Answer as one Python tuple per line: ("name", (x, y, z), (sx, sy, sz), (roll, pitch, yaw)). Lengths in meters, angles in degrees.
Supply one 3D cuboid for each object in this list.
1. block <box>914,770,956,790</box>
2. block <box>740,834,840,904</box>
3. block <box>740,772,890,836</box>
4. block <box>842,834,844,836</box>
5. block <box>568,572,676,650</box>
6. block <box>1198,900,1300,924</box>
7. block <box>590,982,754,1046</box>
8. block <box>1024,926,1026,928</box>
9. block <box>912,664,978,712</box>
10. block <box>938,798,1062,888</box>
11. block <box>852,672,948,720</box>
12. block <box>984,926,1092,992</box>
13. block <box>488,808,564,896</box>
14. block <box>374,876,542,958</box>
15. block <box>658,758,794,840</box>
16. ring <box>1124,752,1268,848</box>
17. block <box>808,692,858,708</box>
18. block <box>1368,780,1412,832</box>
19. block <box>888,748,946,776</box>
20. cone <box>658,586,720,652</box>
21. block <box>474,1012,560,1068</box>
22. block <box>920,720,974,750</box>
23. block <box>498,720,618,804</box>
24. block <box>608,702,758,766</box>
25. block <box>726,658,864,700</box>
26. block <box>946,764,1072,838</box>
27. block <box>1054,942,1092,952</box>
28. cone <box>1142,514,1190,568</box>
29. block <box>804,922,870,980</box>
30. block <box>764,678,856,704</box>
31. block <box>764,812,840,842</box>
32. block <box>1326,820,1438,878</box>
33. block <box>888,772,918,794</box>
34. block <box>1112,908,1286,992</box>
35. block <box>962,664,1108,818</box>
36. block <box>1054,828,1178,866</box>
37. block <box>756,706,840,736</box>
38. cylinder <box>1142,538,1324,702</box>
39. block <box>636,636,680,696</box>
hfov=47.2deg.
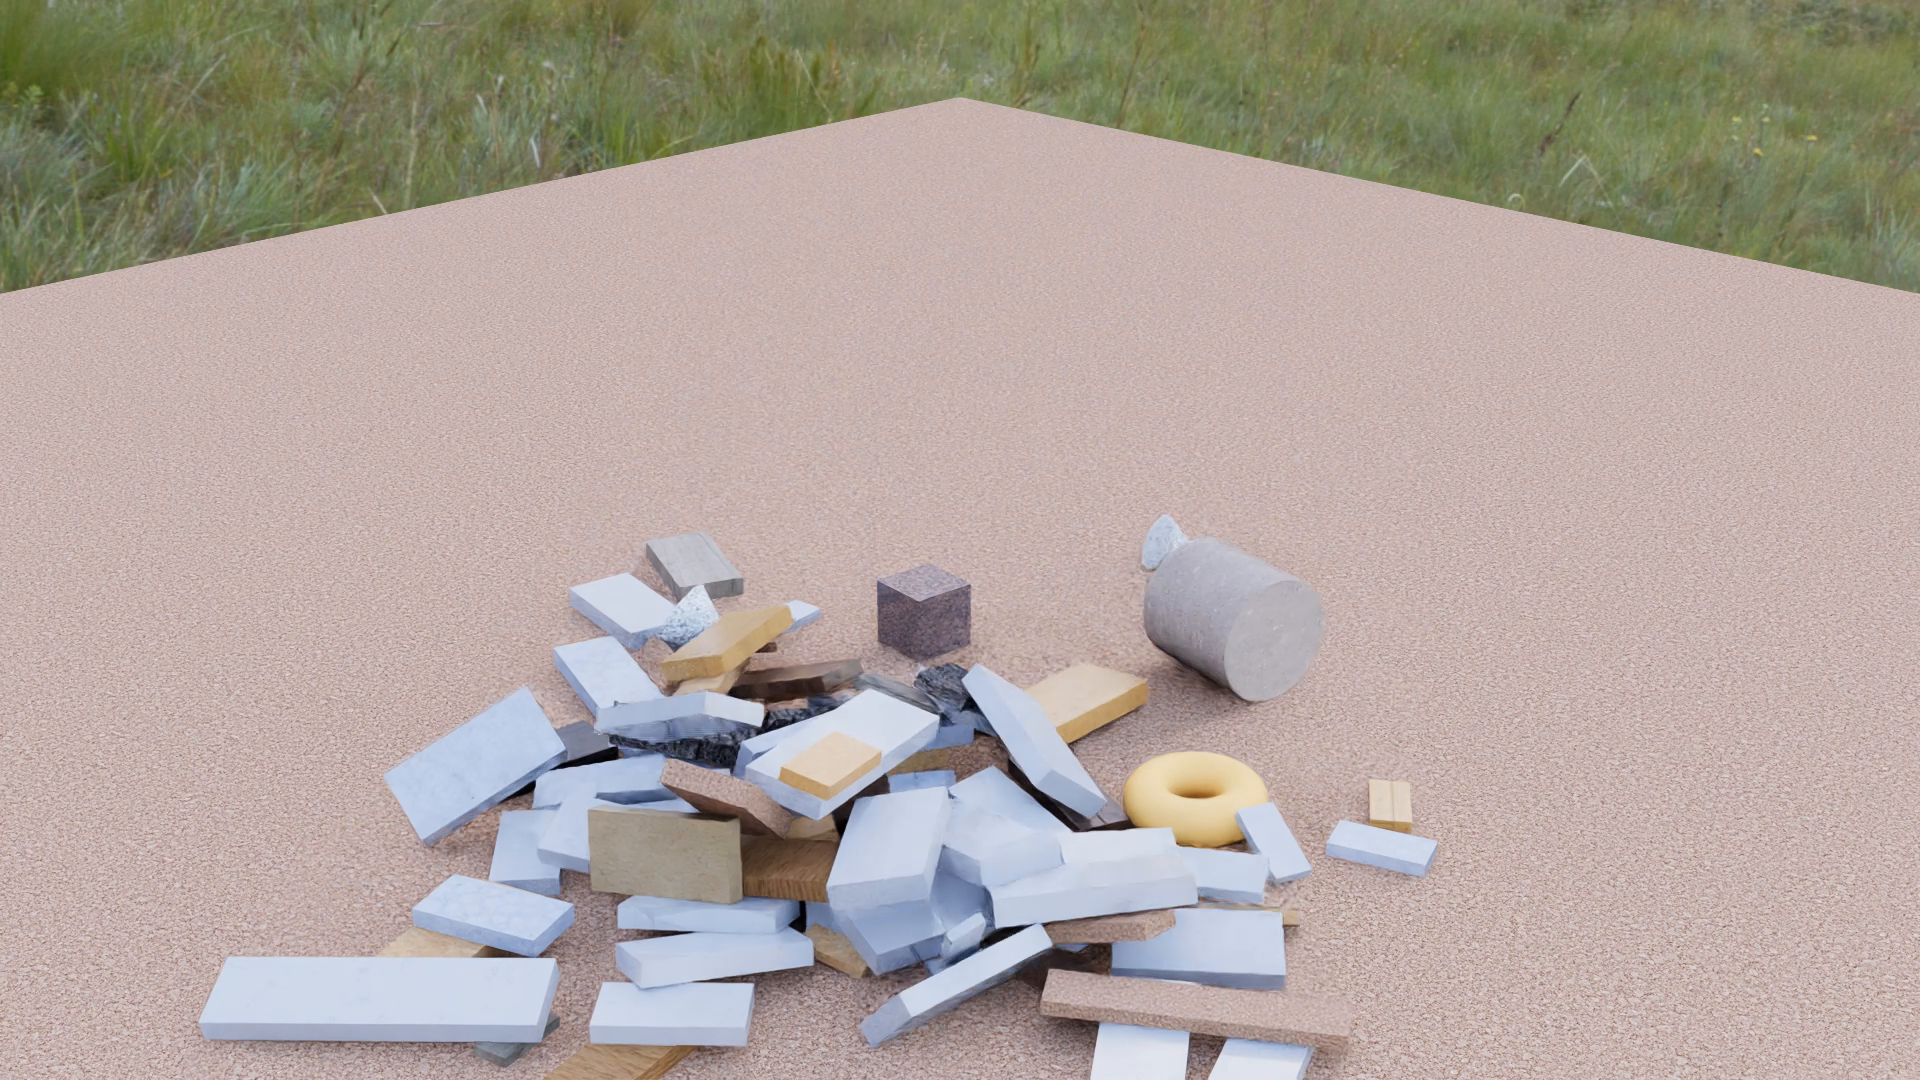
("block", (-0.095, 0.512, 4.454), (0.175, 0.025, 0.088), (-4, 42, -5))
("block", (-0.330, 0.608, 4.074), (0.299, 0.042, 0.149), (1, 21, 24))
("block", (-0.289, 0.509, 4.267), (0.309, 0.044, 0.154), (-12, 44, -1))
("block", (-0.078, 0.581, 4.284), (0.270, 0.038, 0.135), (-12, 46, -26))
("block", (-0.797, 0.170, 5.302), (0.160, 0.045, 0.320), (-16, 28, -33))
("block", (0.532, 0.686, 4.054), (0.184, 0.026, 0.092), (4, -7, 9))
("block", (-0.486, 0.802, 3.726), (0.260, 0.037, 0.130), (0, 22, 2))
("block", (0.071, 0.696, 4.101), (0.056, 0.016, 0.112), (-12, 26, -25))
("block", (-0.007, 0.307, 4.594), (0.115, 0.033, 0.230), (28, 9, 15))
("block", (0.015, 0.560, 4.095), (0.174, 0.049, 0.348), (-9, 12, -32))
("block", (-0.115, 0.331, 4.655), (0.202, 0.029, 0.101), (20, 7, 18))
("block", (0.138, 0.753, 3.932), (0.092, 0.026, 0.184), (-12, 27, -41))
("block", (-0.836, 0.608, 4.281), (0.131, 0.037, 0.263), (-2, 23, -5))
("block", (-0.909, 0.724, 3.998), (0.156, 0.044, 0.312), (10, 25, 23))
("block", (-0.421, 0.473, 4.001), (0.164, 0.046, 0.328), (15, -15, 13))
("ring", (0.473, 0.519, 4.414), (0.292, 0.097, 0.292), (-1, 23, 1))
("block", (-0.220, 0.355, 4.726), (0.202, 0.029, 0.101), (3, 4, 40))
("block", (0.872, 0.539, 4.462), (0.082, 0.023, 0.165), (4, 23, 8))
("block", (-0.188, 0.451, 4.506), (0.154, 0.044, 0.309), (3, 5, 41))
("cone", (-0.578, 0.231, 5.113), (0.182, 0.182, 0.182), (34, 32, 9))
("block", (-0.754, 0.844, 3.746), (0.070, 0.020, 0.140), (13, 26, 28))
("block", (-0.136, 0.397, 4.631), (0.309, 0.044, 0.154), (4, 4, 45))
("block", (-0.880, 0.464, 4.614), (0.290, 0.041, 0.145), (-17, 28, -35))
("block", (-0.574, 0.408, 4.587), (0.307, 0.043, 0.153), (12, 12, -10))
("block", (-0.403, 0.308, 4.766), (0.461, 0.033, 0.115), (-10, 10, 46))
("block", (0.109, 0.556, 4.297), (0.270, 0.038, 0.135), (38, 40, 28))
("block", (0.237, 0.701, 4.048), (0.092, 0.026, 0.184), (3, 19, 44))
("cone", (0.565, 0.029, 5.608), (0.147, 0.147, 0.147), (21, 16, -20))
("block", (-0.220, 0.740, 3.960), (0.135, 0.019, 0.067), (21, 29, 18))
("block", (-0.322, 0.319, 4.777), (0.203, 0.029, 0.101), (-11, 4, 39))
("block", (-0.300, 0.563, 4.179), (0.135, 0.068, 0.019), (-18, -7, 4))
("block", (0.826, 0.603, 4.304), (0.196, 0.028, 0.098), (10, 25, 23))
("block", (-0.173, 0.521, 4.403), (0.175, 0.025, 0.088), (-12, 43, 12))
("block", (0.425, 0.731, 3.941), (0.304, 0.043, 0.152), (2, 36, 4))
("block", (0.147, 0.404, 4.439), (0.179, 0.051, 0.358), (34, 12, -40))
("block", (0.306, 0.610, 4.217), (0.233, 0.033, 0.117), (-1, 39, -14))
("block", (-0.327, 0.398, 4.563), (0.207, 0.104, 0.029), (1, 38, -41))
("cylinder", (0.616, 0.177, 4.975), (0.288, 0.288, 0.288), (-15, 27, -31))
("block", (-0.679, 0.283, 4.991), (0.023, 0.081, 0.163), (28, 3, -38))
